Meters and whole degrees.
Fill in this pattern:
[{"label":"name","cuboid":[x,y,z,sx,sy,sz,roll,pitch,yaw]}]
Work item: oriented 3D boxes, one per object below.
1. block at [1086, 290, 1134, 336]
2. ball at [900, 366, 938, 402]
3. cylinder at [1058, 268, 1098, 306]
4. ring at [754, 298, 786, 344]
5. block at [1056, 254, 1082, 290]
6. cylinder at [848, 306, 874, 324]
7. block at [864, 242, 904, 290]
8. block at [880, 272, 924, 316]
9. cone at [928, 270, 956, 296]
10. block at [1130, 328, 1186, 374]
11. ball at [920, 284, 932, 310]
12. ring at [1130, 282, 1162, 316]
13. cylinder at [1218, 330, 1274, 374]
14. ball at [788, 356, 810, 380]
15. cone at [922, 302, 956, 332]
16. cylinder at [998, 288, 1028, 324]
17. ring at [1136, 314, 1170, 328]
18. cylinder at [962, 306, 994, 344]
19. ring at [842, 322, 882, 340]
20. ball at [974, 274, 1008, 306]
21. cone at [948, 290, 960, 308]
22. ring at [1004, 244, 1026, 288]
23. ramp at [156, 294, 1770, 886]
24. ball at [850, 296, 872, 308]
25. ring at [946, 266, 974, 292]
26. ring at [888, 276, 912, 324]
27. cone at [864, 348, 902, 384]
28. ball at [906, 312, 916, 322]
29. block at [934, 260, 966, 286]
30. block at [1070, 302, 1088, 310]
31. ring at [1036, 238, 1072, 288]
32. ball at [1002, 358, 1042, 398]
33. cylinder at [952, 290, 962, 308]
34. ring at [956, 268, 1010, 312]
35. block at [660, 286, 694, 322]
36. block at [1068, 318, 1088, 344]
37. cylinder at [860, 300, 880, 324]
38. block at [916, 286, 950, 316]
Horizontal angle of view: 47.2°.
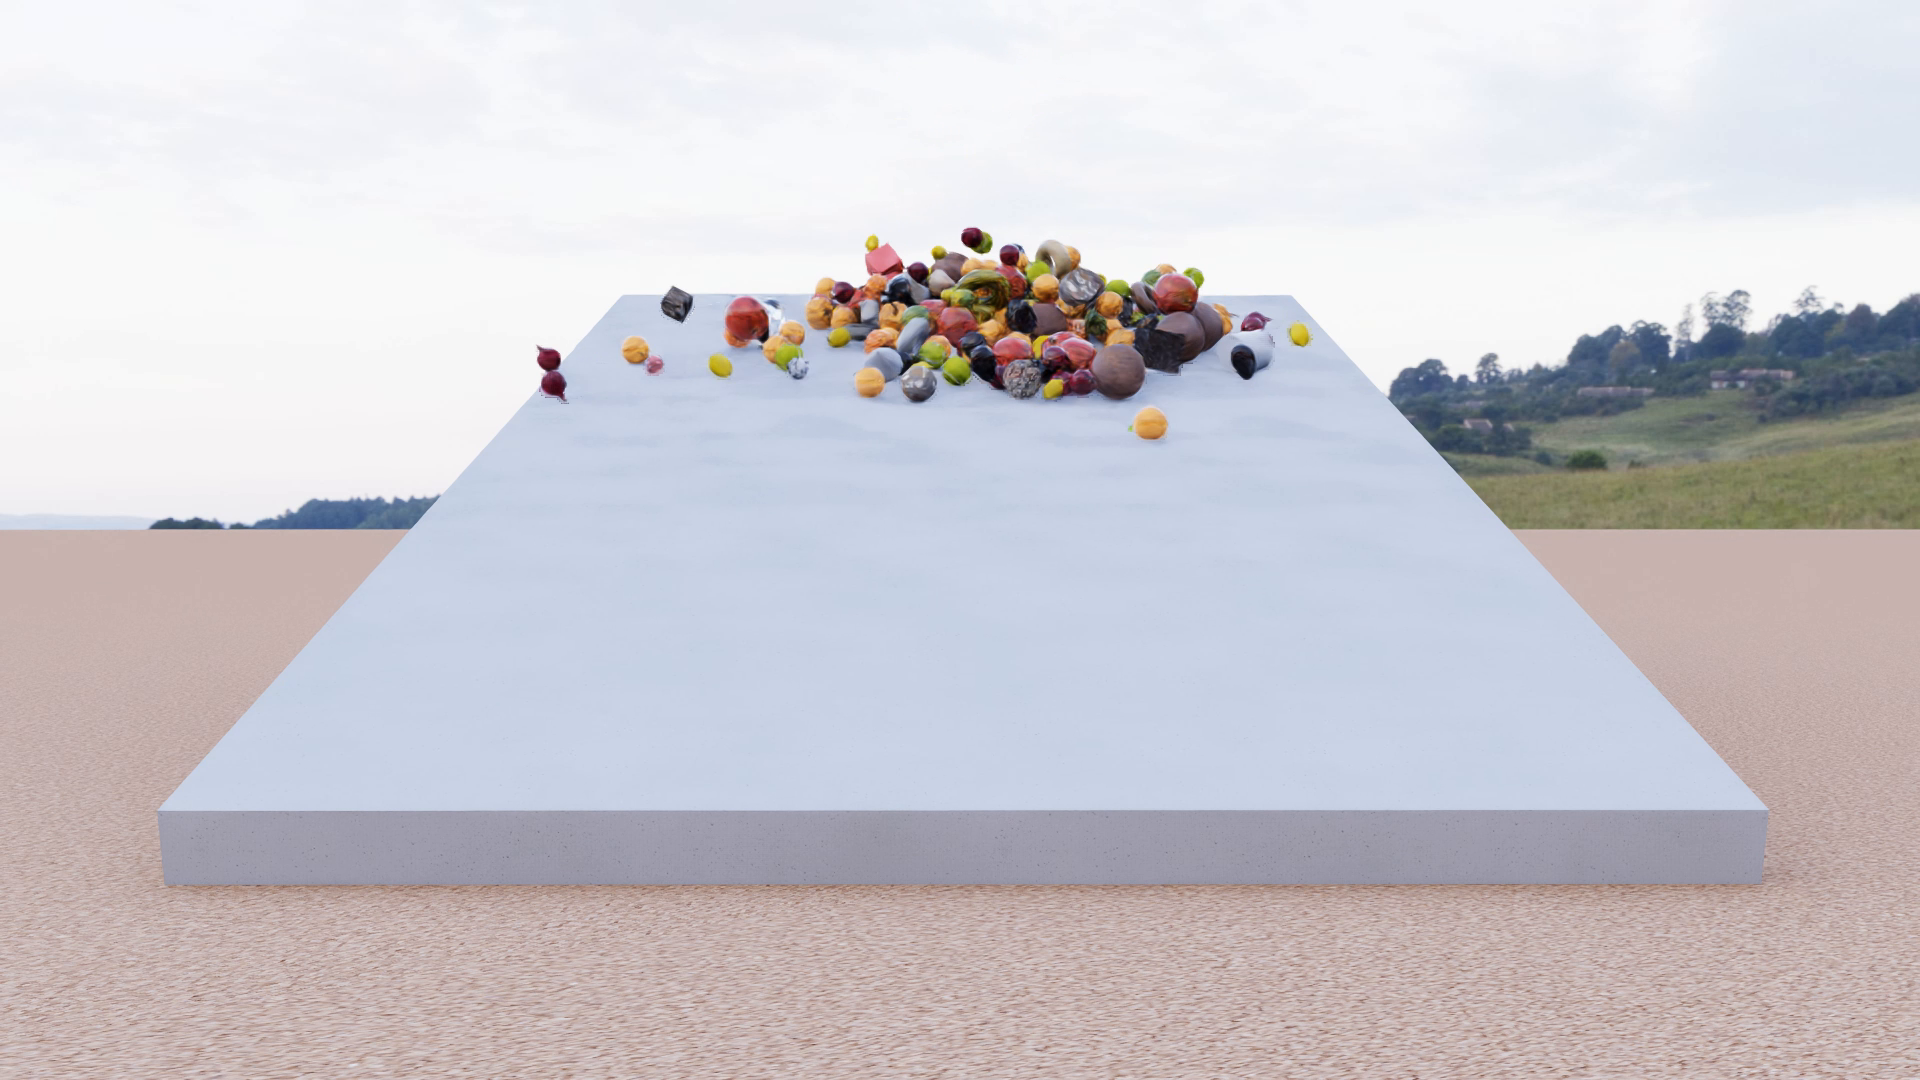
[{"label":"block","cuboid":[0.398,-0.605,5.867,0.089,0.089,0.089,14,-8,-27]},{"label":"ball","cuboid":[-0.095,-0.362,5.080,0.085,0.085,0.085,0,0,0]},{"label":"cylinder","cuboid":[0.302,-0.645,5.616,0.085,0.085,0.085,0,-5,-12]},{"label":"ring","cuboid":[-0.498,-0.572,5.756,0.041,0.123,0.123,19,8,22]},{"label":"block","cuboid":[0.317,-0.763,6.414,0.084,0.084,0.084,46,-4,20]},{"label":"cylinder","cuboid":[-0.267,-0.606,5.980,0.057,0.057,0.057,-19,8,3]},{"label":"block","cuboid":[-0.218,-0.792,6.360,0.080,0.080,0.080,-30,-27,-14]},{"label":"block","cuboid":[-0.157,-0.661,5.968,0.081,0.081,0.081,-27,-55,28]},{"label":"cone","cuboid":[-0.035,-0.696,5.972,0.072,0.072,0.072,0,10,-44]},{"label":"block","cuboid":[0.473,-0.455,5.278,0.093,0.093,0.093,10,3,-15]},{"label":"ball","cuboid":[-0.114,-0.669,6.063,0.070,0.070,0.070,0,0,0]},{"label":"ring","cuboid":[0.505,-0.652,5.959,0.038,0.113,0.113,-40,-20,26]},{"label":"cylinder","cuboid":[0.705,-0.465,5.433,0.097,0.097,0.097,-11,7,-35]},{"label":"ball","cuboid":[-0.392,-0.418,5.339,0.054,0.054,0.054,0,0,0]},{"label":"cone","cuboid":[-0.063,-0.626,5.974,0.091,0.091,0.091,0,33,-10]},{"label":"cylinder","cuboid":[0.145,-0.652,6.121,0.078,0.078,0.078,4,21,-2]},{"label":"ring","cuboid":[0.530,-0.602,6.047,0.098,0.033,0.098,0,17,0]},{"label":"cylinder","cuboid":[0.048,-0.571,5.835,0.085,0.085,0.085,0,16,0]},{"label":"ring","cuboid":[-0.263,-0.557,5.873,0.107,0.036,0.107,-1,15,0]},{"label":"ball","cuboid":[0.090,-0.722,6.343,0.095,0.095,0.095,0,0,0]},{"label":"cone","cuboid":[-0.040,-0.679,6.315,0.057,0.057,0.057,-24,6,-12]},{"label":"ring","cuboid":[0.158,-0.782,6.336,0.047,0.141,0.141,5,1,10]},{"label":"ramp","cuboid":[-0.002,-0.152,4.669,2.000,0.100,4.000,0,16,0]},{"label":"ball","cuboid":[-0.272,-0.652,6.158,0.066,0.066,0.066,0,0,0]},{"label":"ring","cuboid":[-0.009,-0.756,6.478,0.134,0.045,0.134,-29,27,17]},{"label":"ring","cuboid":[-0.160,-0.640,5.848,0.043,0.129,0.129,3,1,12]},{"label":"cone","cuboid":[-0.190,-0.433,5.255,0.092,0.092,0.092,0,-15,7]},{"label":"ball","cuboid":[-0.147,-0.629,6.091,0.055,0.055,0.055,0,0,0]},{"label":"block","cuboid":[-0.031,-0.766,6.332,0.064,0.064,0.064,13,6,30]},{"label":"block","cuboid":[0.348,-0.693,6.337,0.051,0.051,0.051,-4,16,-14]},{"label":"ring","cuboid":[0.250,-0.740,5.885,0.045,0.134,0.134,-18,9,-29]},{"label":"ball","cuboid":[0.145,-0.375,5.115,0.093,0.093,0.093,0,0,0]},{"label":"cylinder","cuboid":[0.013,-0.703,6.335,0.057,0.057,0.057,-26,9,-18]},{"label":"ring","cuboid":[0.060,-0.660,5.864,0.148,0.049,0.148,-4,-43,-4]},{"label":"block","cuboid":[-0.659,-0.549,5.123,0.053,0.053,0.053,27,-18,8]},{"label":"block","cuboid":[0.310,-0.549,5.801,0.052,0.052,0.052,0,27,1]},{"label":"cylinder","cuboid":[-0.241,-0.612,5.892,0.051,0.051,0.051,-7,-8,-1]},{"label":"block","cuboid":[-0.086,-0.665,6.155,0.073,0.073,0.073,21,18,25]}]
